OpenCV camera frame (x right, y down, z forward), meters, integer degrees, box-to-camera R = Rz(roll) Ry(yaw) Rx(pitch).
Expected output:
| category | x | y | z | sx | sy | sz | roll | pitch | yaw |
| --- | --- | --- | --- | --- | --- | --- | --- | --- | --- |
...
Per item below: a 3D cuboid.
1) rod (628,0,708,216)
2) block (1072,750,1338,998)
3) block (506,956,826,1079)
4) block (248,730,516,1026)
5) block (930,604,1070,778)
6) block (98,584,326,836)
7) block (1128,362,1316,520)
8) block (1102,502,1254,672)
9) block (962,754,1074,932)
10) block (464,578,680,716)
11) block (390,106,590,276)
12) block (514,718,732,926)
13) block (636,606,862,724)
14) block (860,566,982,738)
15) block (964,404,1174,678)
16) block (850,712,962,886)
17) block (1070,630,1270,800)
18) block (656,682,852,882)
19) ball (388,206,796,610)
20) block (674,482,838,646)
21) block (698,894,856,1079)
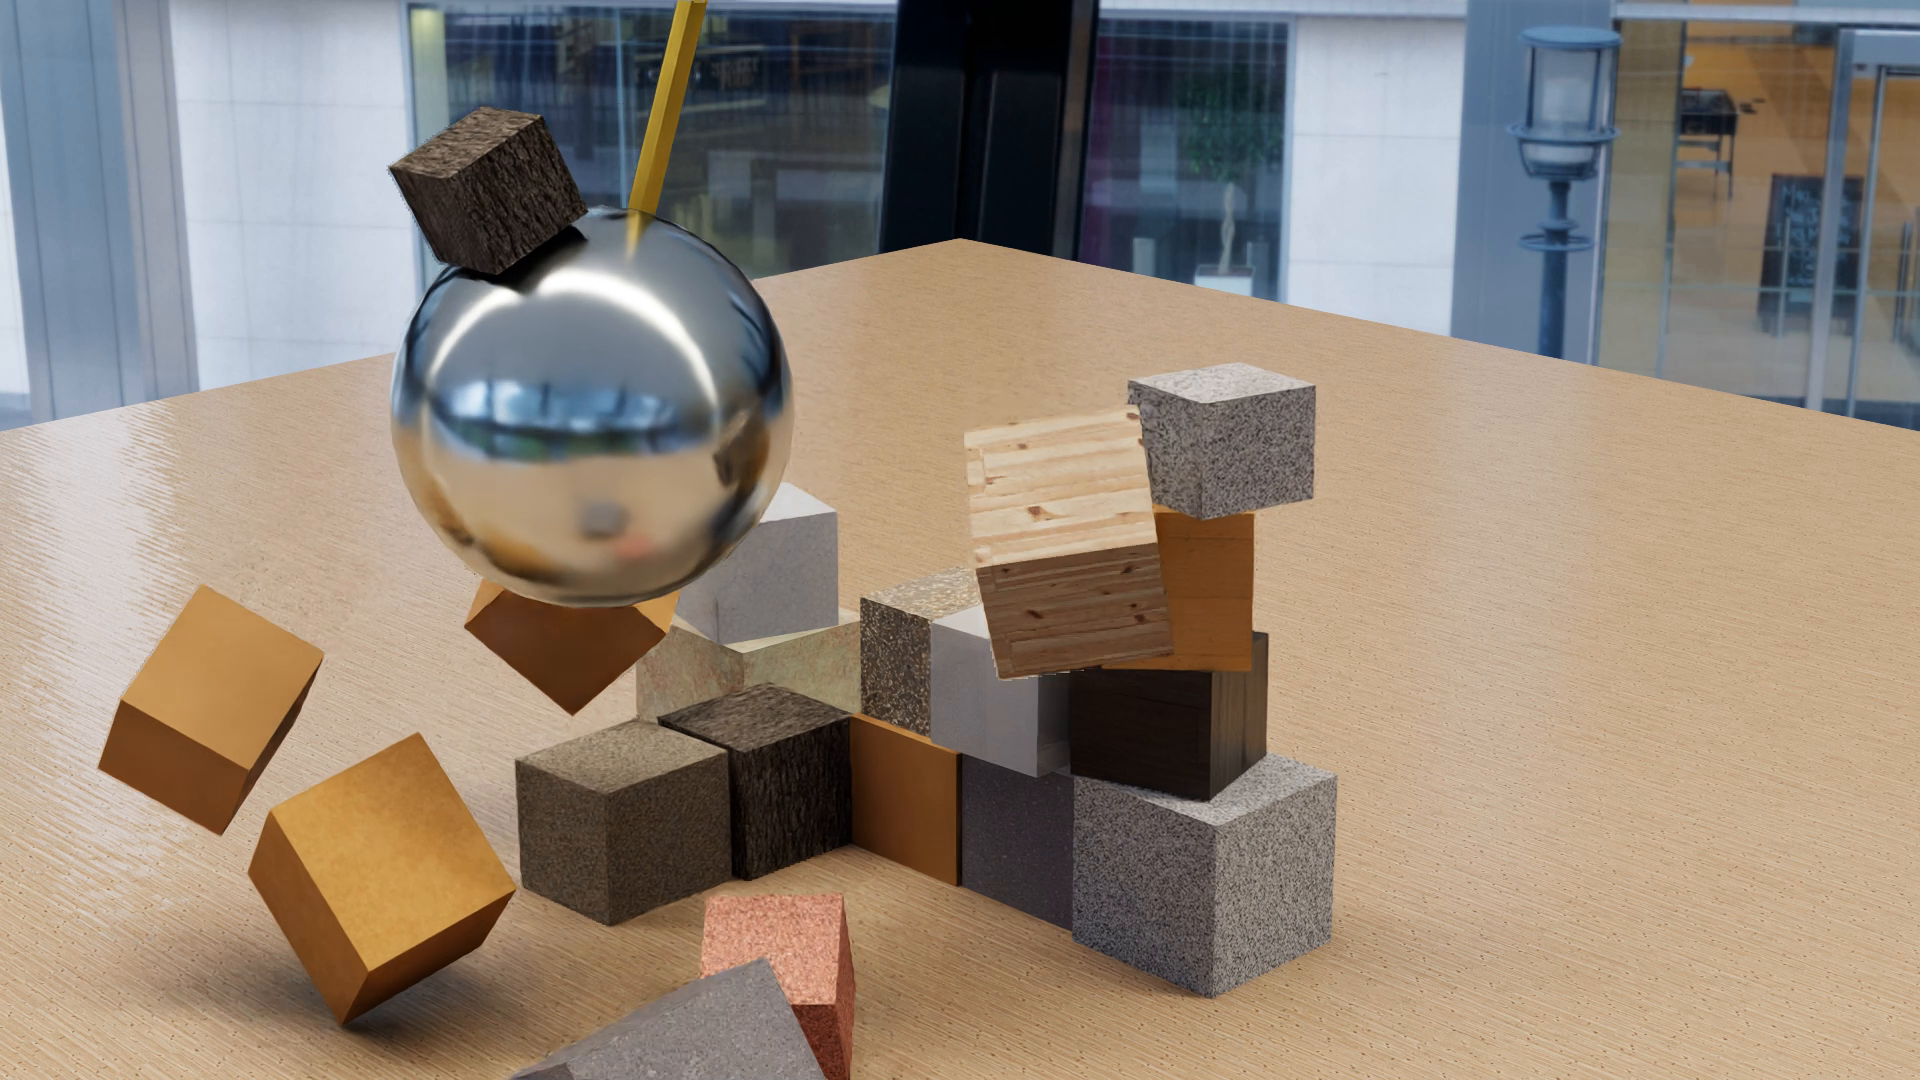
| category | x | y | z | sx | sy | sz | roll | pitch | yaw |
| --- | --- | --- | --- | --- | --- | --- | --- | --- | --- |
| rod | -0.631 | -3.819 | 11.480 | 0.080 | 5.200 | 0.080 | 17 | 4 | 42 |
| block | 1.053 | 1.376 | 12.664 | 0.797 | 0.780 | 0.798 | 17 | 24 | 42 |
| block | -0.989 | 1.977 | 10.149 | 0.796 | 0.694 | 0.789 | -25 | -3 | -29 |
| block | -2.350 | 1.378 | 11.867 | 0.675 | 0.751 | 0.841 | -29 | -11 | -28 |
| block | 0.305 | 0.628 | 12.992 | 0.623 | 0.568 | 0.602 | 15 | 23 | 40 |
| block | -3.089 | 0.704 | 12.100 | 0.578 | 0.621 | 0.643 | 30 | 51 | -6 |
| block | 1.077 | -0.416 | 12.110 | 0.578 | 0.484 | 0.514 | -11 | 19 | -31 |
| block | 0.918 | 0.128 | 12.321 | 0.619 | 0.676 | 0.606 | 1 | 16 | 5 |
| block | 0.503 | 1.239 | 13.198 | 0.662 | 0.722 | 0.741 | -17 | 24 | -42 |
| block | -1.788 | 0.256 | 13.721 | 0.668 | 0.672 | 0.633 | -40 | 20 | 24 |
| block | -1.789 | -1.332 | 11.142 | 0.458 | 0.420 | 0.462 | -39 | 32 | -25 |
| block | -1.518 | 1.264 | 13.269 | 0.625 | 0.625 | 0.722 | 15 | 23 | 42 |
| block | -1.038 | 0.741 | 14.665 | 0.788 | 0.792 | 0.887 | -15 | 23 | -40 |
| block | -0.018 | 0.529 | 13.555 | 0.643 | 0.572 | 0.605 | -17 | 24 | -42 |
| block | 0.423 | 0.009 | 11.428 | 0.686 | 0.682 | 0.712 | -8 | 49 | 4 |
| block | -0.023 | 1.124 | 13.691 | 0.678 | 0.646 | 0.697 | -17 | 24 | -42 |
| block | 0.900 | 0.701 | 12.561 | 0.650 | 0.558 | 0.601 | 8 | 19 | 28 |
| block | -0.947 | 1.119 | 13.720 | 0.676 | 0.635 | 0.624 | -17 | 24 | -42 |
| ball | -1.455 | -0.525 | 11.651 | 1.600 | 1.600 | 1.600 | 0 | 17 | 0 |
| block | -1.007 | 0.110 | 14.375 | 0.640 | 0.586 | 0.558 | -9 | 20 | -26 |
| block | -0.709 | 1.773 | 11.414 | 0.529 | 0.571 | 0.535 | -2 | 44 | 3 |
